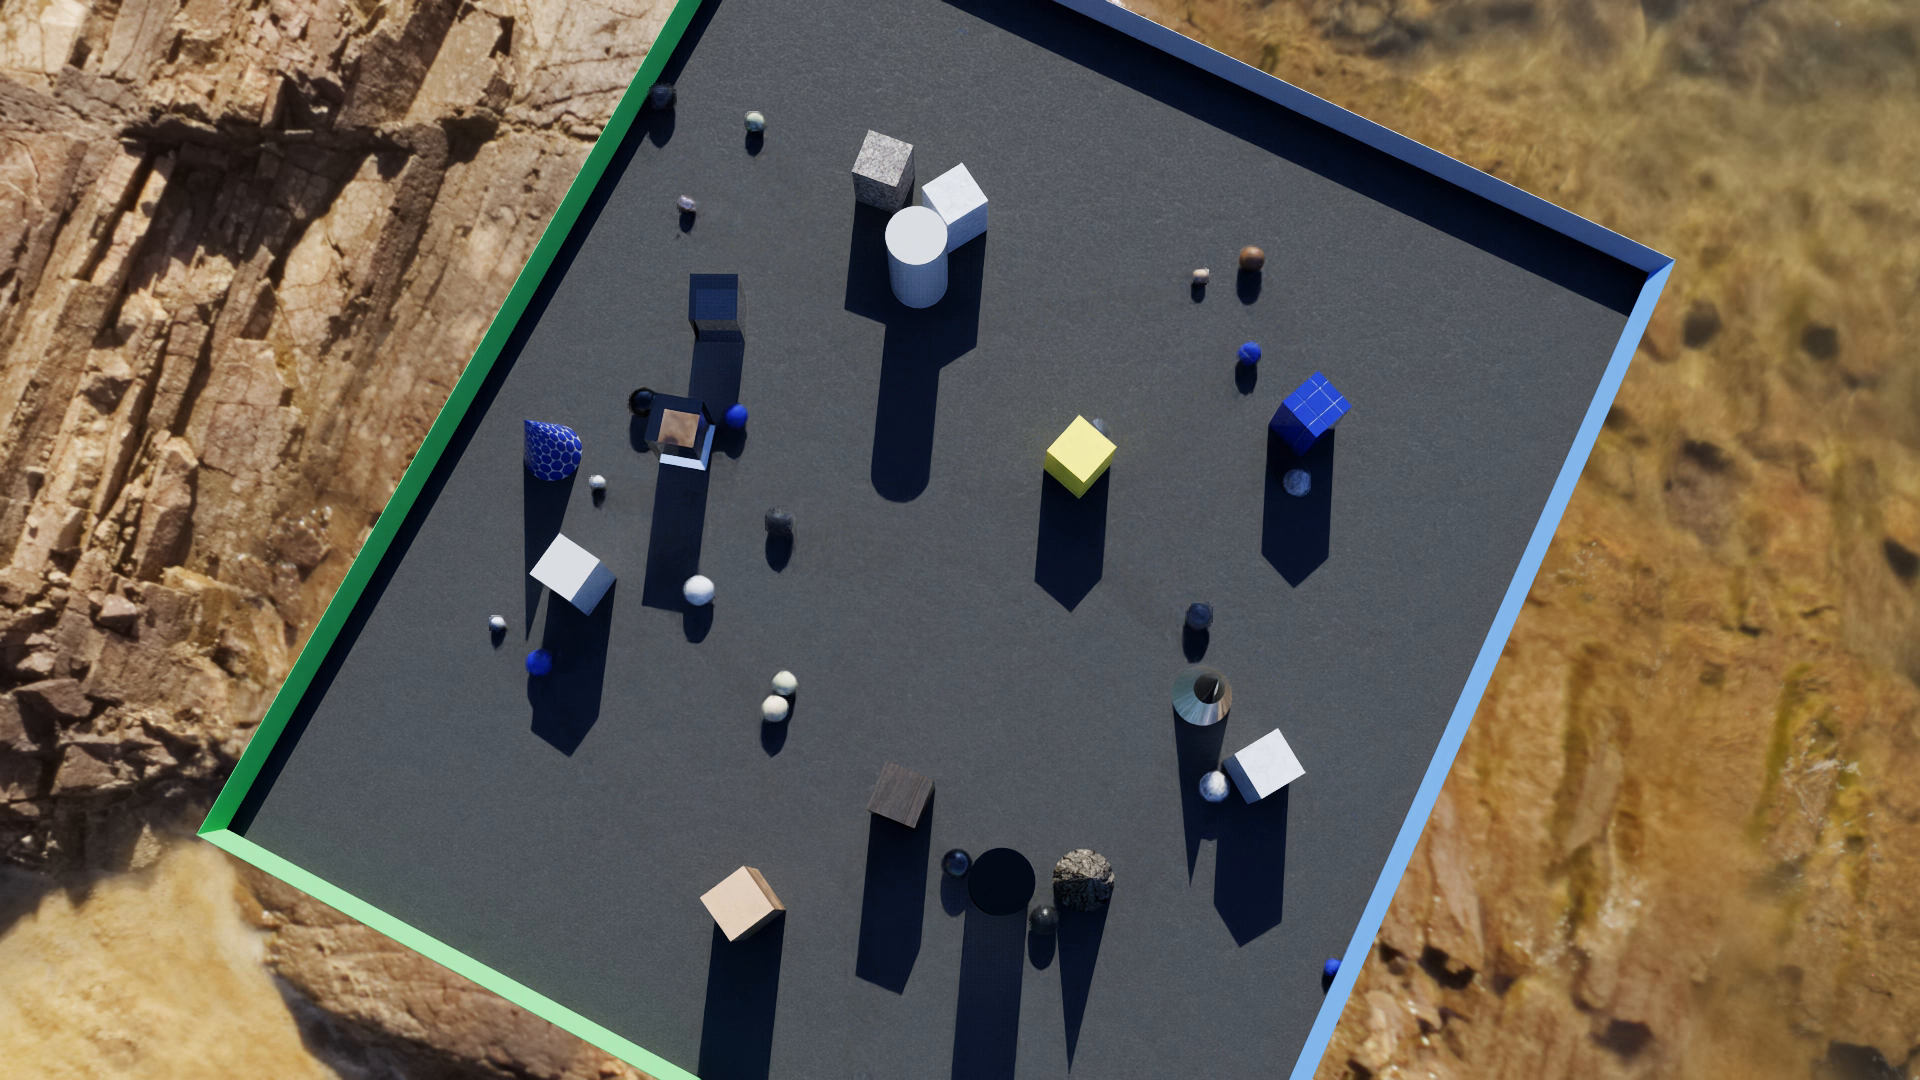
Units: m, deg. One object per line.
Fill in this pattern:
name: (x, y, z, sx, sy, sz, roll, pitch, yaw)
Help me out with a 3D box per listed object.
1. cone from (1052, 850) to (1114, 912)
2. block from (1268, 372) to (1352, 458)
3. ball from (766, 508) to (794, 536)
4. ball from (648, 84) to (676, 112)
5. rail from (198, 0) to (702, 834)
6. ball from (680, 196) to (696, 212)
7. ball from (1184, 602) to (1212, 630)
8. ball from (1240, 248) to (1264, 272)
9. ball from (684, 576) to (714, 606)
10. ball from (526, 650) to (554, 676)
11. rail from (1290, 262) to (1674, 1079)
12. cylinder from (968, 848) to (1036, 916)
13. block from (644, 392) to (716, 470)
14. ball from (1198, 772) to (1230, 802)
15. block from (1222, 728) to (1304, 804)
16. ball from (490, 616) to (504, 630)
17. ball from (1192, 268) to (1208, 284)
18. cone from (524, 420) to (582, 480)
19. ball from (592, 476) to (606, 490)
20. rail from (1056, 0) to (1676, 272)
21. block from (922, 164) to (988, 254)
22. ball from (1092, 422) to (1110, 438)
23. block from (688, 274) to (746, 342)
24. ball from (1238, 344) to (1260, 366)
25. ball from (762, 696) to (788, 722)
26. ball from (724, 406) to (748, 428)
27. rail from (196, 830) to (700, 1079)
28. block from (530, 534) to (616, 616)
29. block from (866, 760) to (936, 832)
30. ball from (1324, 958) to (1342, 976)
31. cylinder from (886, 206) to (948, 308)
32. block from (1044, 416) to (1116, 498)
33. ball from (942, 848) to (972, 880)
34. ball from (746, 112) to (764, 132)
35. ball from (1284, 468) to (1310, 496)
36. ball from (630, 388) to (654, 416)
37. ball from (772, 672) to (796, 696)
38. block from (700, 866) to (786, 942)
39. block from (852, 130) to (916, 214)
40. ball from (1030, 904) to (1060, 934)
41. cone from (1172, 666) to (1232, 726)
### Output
cone: (0.364, 0.970, 5.238, 0.183, 0.348, 0.183, 0, 78, 0)
block: (1.060, -0.378, 5.564, 0.146, 0.256, 0.146, -41, 81, -8)
ball: (-0.548, -0.056, 5.585, 0.084, 0.084, 0.084, 0, 78, 0)
ball: (-0.953, -1.415, 5.865, 0.086, 0.086, 0.086, 0, 78, 0)
rail: (-1.400, -0.679, 5.695, 0.045, 0.119, 3.557, 26, 80, 5)
ball: (-0.864, -1.063, 5.811, 0.049, 0.049, 0.049, 0, 78, 0)
ball: (0.719, 0.229, 5.528, 0.081, 0.081, 0.081, 0, 78, 0)
ball: (0.918, -0.880, 5.758, 0.080, 0.080, 0.080, 0, 78, 0)
ball: (-0.790, 0.152, 5.538, 0.091, 0.091, 0.091, 0, 78, 0)
ball: (-1.261, 0.367, 5.500, 0.079, 0.079, 0.079, 0, 78, 0)
rail: (1.400, 0.692, 5.412, 0.045, 0.119, 3.557, 26, 80, 5)
cylinder: (0.114, 0.972, 5.193, 0.183, 0.436, 0.183, 0, 78, 0)
block: (-0.844, -0.326, 5.541, 0.146, 0.280, 0.146, 10, 79, 2)
ball: (0.752, 0.729, 5.419, 0.091, 0.091, 0.091, 0, 78, 0)
block: (0.882, 0.663, 5.346, 0.146, 0.261, 0.146, -30, 80, -6)
ball: (-1.398, 0.253, 5.542, 0.042, 0.042, 0.042, 0, 78, 0)
ball: (0.756, -0.829, 5.763, 0.048, 0.048, 0.048, 0, 78, 0)
cone: (-1.261, -0.310, 5.488, 0.183, 0.378, 0.183, 0, 78, 0)
ball: (-1.110, -0.176, 5.631, 0.042, 0.042, 0.042, 0, 78, 0)
rail: (0.785, -1.531, 5.871, 3.178, 0.119, 0.045, 26, 80, 5)
block: (-0.015, -1.031, 5.706, 0.146, 0.242, 0.146, -32, 80, -6)
ball: (0.431, -0.337, 5.655, 0.060, 0.060, 0.060, 0, 78, 0)
block: (-0.746, -0.714, 5.651, 0.146, 0.221, 0.146, 0, 78, 0)
ball: (0.898, -0.577, 5.700, 0.070, 0.070, 0.070, 0, 78, 0)
ball: (-0.553, 0.504, 5.471, 0.080, 0.080, 0.080, 0, 78, 0)
ball: (-0.693, -0.379, 5.658, 0.072, 0.072, 0.072, 0, 78, 0)
rail: (-0.785, 1.543, 5.236, 3.178, 0.119, 0.045, 26, 80, 5)
block: (-1.149, 0.106, 5.458, 0.146, 0.268, 0.146, 33, 80, 6)
block: (-0.169, 0.747, 5.313, 0.146, 0.292, 0.146, 21, 79, 4)
ball: (1.086, 1.244, 5.332, 0.052, 0.052, 0.052, 0, 78, 0)
cylinder: (-0.129, -0.858, 5.594, 0.183, 0.392, 0.183, 0, 78, 0)
block: (0.362, -0.249, 5.555, 0.146, 0.222, 0.146, 41, 81, 8)
ball: (-0.008, 0.950, 5.374, 0.089, 0.089, 0.089, 0, 78, 0)
ball: (-0.655, -1.336, 5.862, 0.060, 0.060, 0.060, 0, 78, 0)
ball: (1.031, -0.177, 5.611, 0.082, 0.082, 0.082, 0, 78, 0)
ball: (-0.975, -0.426, 5.658, 0.090, 0.090, 0.090, 0, 78, 0)
ball: (-0.526, 0.430, 5.490, 0.073, 0.073, 0.073, 0, 78, 0)
block: (-0.613, 1.036, 5.217, 0.146, 0.362, 0.146, -36, 81, -7)
block: (-0.238, -1.148, 5.737, 0.146, 0.229, 0.146, 20, 79, 4)
ball: (0.247, 1.106, 5.344, 0.085, 0.085, 0.085, 0, 78, 0)
cone: (0.729, 0.432, 5.345, 0.183, 0.357, 0.183, 0, 78, 0)
